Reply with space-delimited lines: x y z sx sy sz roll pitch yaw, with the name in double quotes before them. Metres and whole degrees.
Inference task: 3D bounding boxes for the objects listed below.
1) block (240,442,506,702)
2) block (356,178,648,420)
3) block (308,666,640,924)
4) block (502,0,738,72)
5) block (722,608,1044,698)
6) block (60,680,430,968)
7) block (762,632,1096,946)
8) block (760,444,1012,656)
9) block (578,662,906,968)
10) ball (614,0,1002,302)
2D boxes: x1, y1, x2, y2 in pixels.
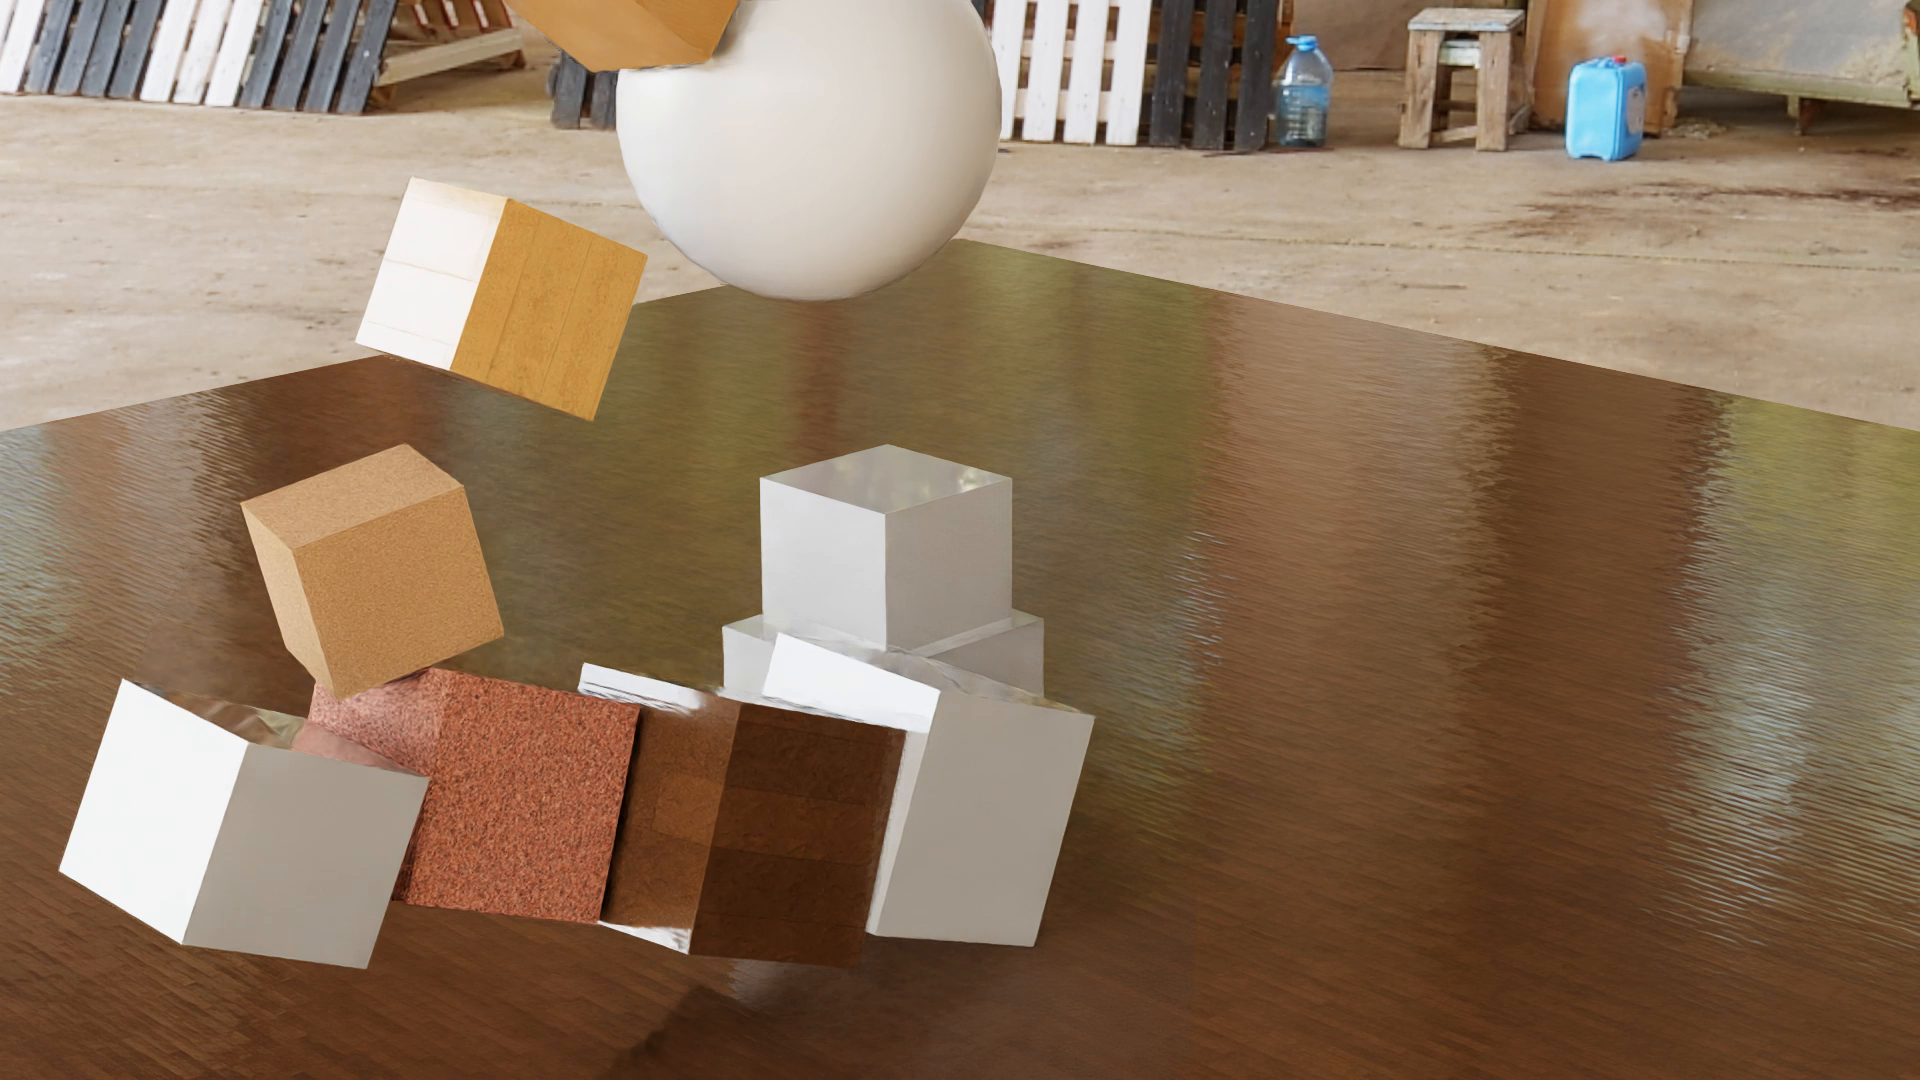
"block" -2.235 0.111 11.158 0.679 0.629 0.651 -22 26 -23
"block" -1.767 -0.929 11.304 0.687 0.676 0.684 20 -2 -43
"block" -1.971 0.969 11.570 0.853 0.879 0.939 6 -6 44
"block" -1.319 -2.374 11.366 0.784 0.765 0.773 6 -24 48
"block" -0.360 0.856 13.984 1.145 0.981 0.994 -17 24 -42
"block" -2.623 1.044 10.756 0.838 0.737 0.824 18 -1 42
"block" -0.230 1.081 12.684 1.002 1.040 1.002 17 3 43
"block" -0.343 0.050 13.726 0.838 0.711 0.820 17 24 42
"block" -0.981 1.127 11.996 0.960 0.994 0.950 10 -3 43
"ball" -0.623 -1.784 12.128 1.600 1.600 1.600 0 17 0
